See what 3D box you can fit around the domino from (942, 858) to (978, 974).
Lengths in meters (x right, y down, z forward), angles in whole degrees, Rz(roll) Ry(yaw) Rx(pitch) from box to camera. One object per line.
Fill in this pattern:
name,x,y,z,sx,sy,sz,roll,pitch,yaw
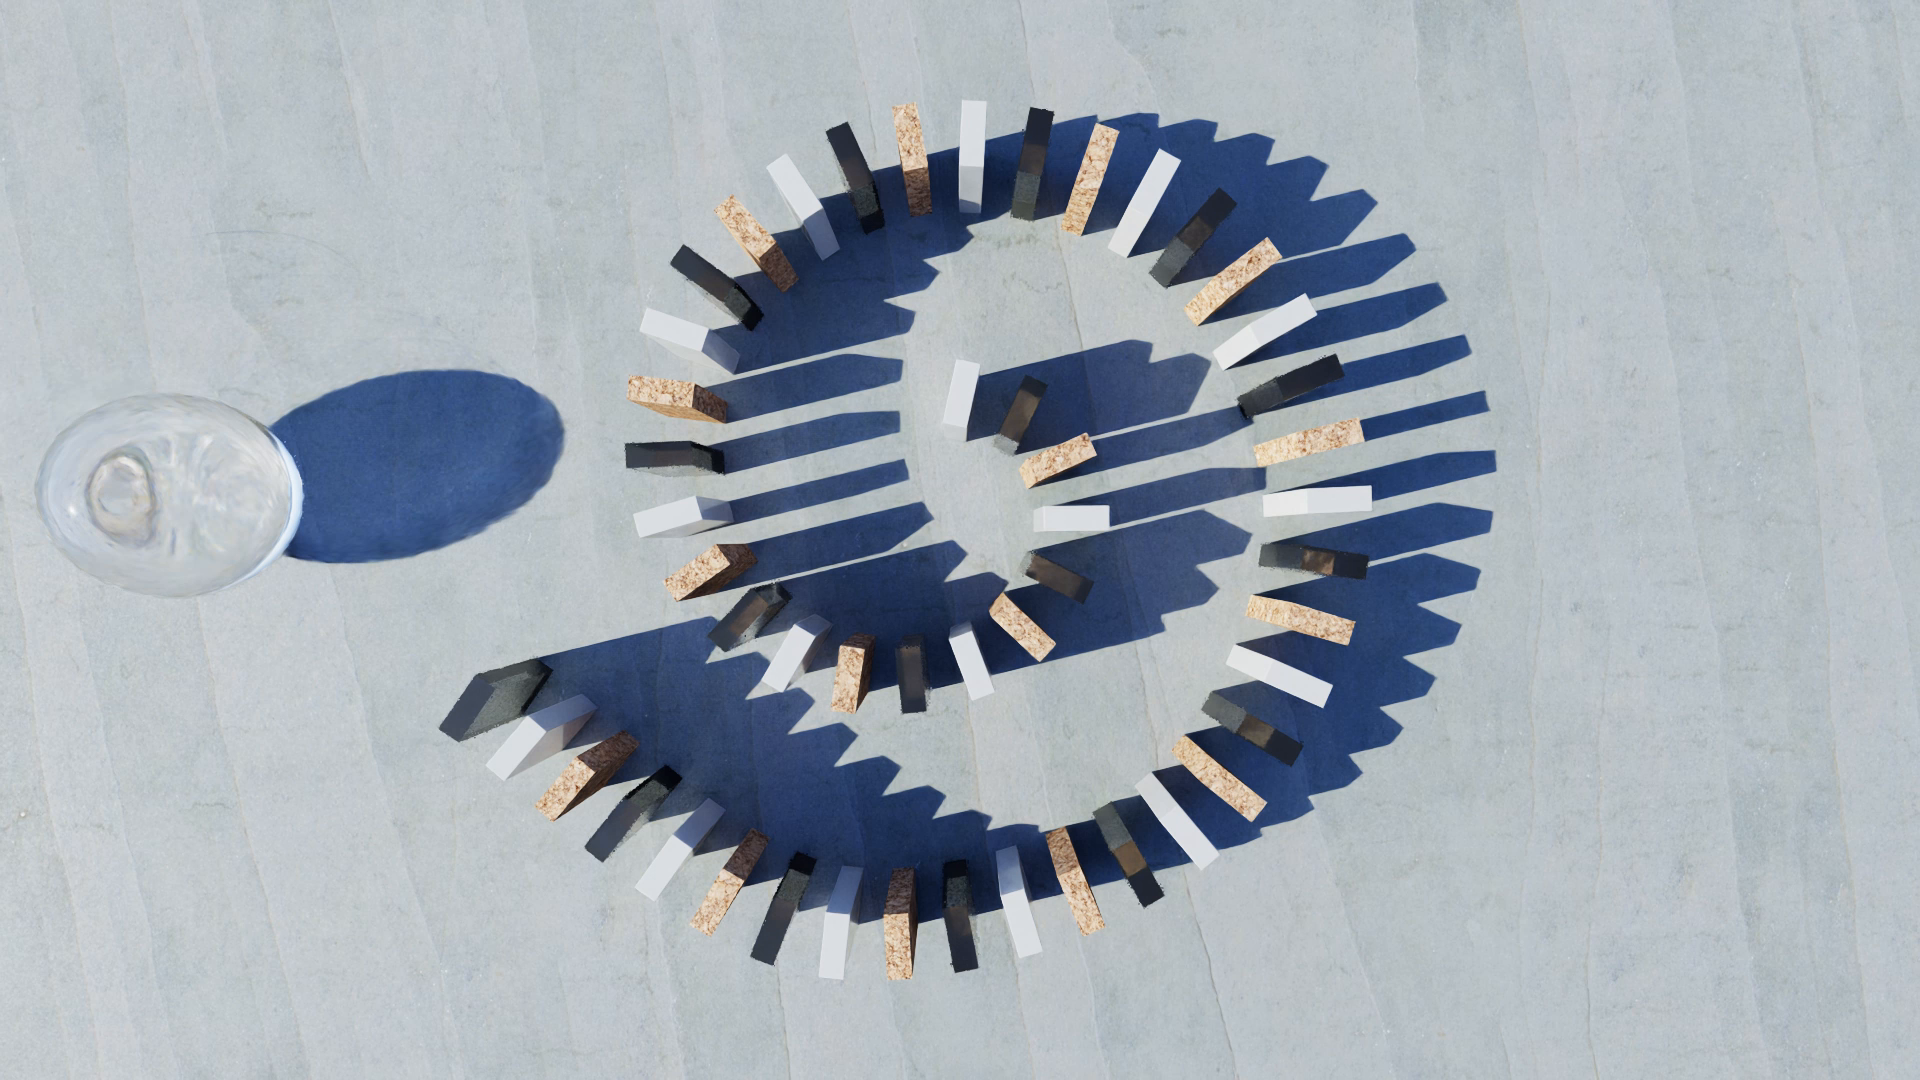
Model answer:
domino,0.000,0.152,0.375,0.009,0.050,0.025,-11,90,0

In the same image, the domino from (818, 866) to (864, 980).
domino,-0.048,0.155,0.375,0.009,0.050,0.025,6,90,0

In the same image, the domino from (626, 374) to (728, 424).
domino,-0.114,-0.057,0.375,0.025,0.050,0.009,7,90,0

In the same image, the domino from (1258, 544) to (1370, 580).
domino,0.143,0.009,0.375,0.025,0.050,0.010,9,90,0

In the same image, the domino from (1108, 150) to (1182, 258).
domino,0.074,-0.136,0.375,0.010,0.050,0.025,29,90,0

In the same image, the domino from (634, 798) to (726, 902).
domino,-0.113,0.125,0.375,0.010,0.050,0.025,36,90,0

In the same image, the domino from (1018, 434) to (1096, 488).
domino,0.039,-0.032,0.375,0.025,0.050,0.010,-24,90,0

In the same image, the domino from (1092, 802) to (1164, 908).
domino,0.068,0.127,0.375,0.010,0.050,0.025,-30,90,0

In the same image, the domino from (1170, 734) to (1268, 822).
domino,0.105,0.096,0.375,0.025,0.050,0.010,39,90,0

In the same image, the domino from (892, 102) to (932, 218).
domino,-0.019,-0.154,0.375,0.009,0.050,0.025,-11,90,0

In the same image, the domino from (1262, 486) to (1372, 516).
domino,0.145,-0.015,0.375,0.025,0.050,0.010,-3,90,0

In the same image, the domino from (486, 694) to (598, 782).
domino,-0.170,0.080,0.375,0.009,0.050,0.025,40,90,0

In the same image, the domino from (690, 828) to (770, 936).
domino,-0.093,0.139,0.375,0.009,0.050,0.025,31,90,0

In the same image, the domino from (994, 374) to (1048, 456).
domino,0.024,-0.050,0.375,0.010,0.050,0.025,26,90,0

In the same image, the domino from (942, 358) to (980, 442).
domino,0.001,-0.056,0.375,0.009,0.050,0.025,12,90,0

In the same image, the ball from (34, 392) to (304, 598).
ball,-0.307,-0.017,0.360,0.080,0.080,0.080,0,90,0

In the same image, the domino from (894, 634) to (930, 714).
domino,-0.019,0.054,0.375,0.010,0.050,0.025,-7,90,0

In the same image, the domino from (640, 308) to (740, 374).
domino,-0.109,-0.080,0.375,0.025,0.050,0.009,19,90,0

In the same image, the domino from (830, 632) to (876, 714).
domino,-0.043,0.053,0.375,0.010,0.050,0.025,8,90,0

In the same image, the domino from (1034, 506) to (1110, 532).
domino,0.045,-0.008,0.375,0.025,0.050,0.009,-1,90,0

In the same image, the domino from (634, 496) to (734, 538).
domino,-0.112,-0.009,0.375,0.025,0.050,0.009,-16,90,0

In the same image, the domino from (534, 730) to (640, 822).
domino,-0.151,0.095,0.375,0.009,0.050,0.025,40,90,0

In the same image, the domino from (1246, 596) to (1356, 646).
domino,0.138,0.032,0.375,0.025,0.050,0.009,17,90,0

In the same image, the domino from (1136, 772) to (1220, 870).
domino,0.088,0.114,0.375,0.009,0.050,0.025,-40,90,0

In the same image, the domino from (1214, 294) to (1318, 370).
domino,0.123,-0.084,0.375,0.025,0.050,0.009,-29,90,0

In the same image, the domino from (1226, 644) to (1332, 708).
domino,0.129,0.055,0.375,0.025,0.050,0.010,24,90,0

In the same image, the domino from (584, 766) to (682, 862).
domino,-0.132,0.111,0.375,0.010,0.050,0.025,39,90,0

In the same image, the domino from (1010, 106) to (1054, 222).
domino,0.029,-0.152,0.375,0.010,0.050,0.025,11,90,0

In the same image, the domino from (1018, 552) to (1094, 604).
domino,0.038,0.015,0.375,0.025,0.050,0.010,26,90,0

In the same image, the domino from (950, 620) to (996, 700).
domino,0.005,0.048,0.375,0.010,0.050,0.025,-21,90,0

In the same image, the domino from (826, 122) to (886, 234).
domino,-0.042,-0.147,0.375,0.009,0.050,0.025,-24,90,0

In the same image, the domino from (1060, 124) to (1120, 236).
domino,0.052,-0.146,0.375,0.009,0.050,0.025,19,90,0

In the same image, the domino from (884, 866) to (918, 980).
domino,-0.024,0.155,0.375,0.009,0.050,0.025,-4,90,0

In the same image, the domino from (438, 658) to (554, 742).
domino,-0.188,0.064,0.375,0.009,0.050,0.025,35,90,0

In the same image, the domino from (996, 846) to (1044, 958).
domino,0.024,0.147,0.375,0.009,0.050,0.025,-17,90,0

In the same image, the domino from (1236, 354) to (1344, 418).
domino,0.134,-0.062,0.375,0.025,0.050,0.009,-22,90,0

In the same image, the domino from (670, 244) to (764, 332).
domino,-0.098,-0.102,0.375,0.025,0.050,0.010,36,90,0

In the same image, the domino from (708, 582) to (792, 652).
domino,-0.085,0.031,0.375,0.009,0.050,0.025,43,90,0

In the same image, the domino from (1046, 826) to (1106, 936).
domino,0.046,0.138,0.375,0.009,0.050,0.025,-23,90,0

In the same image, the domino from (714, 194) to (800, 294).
domino,-0.082,-0.120,0.375,0.010,0.050,0.025,-43,90,0

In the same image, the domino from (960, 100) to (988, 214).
domino,0.005,-0.155,0.375,0.009,0.050,0.025,3,90,0

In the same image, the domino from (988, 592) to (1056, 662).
domino,0.025,0.035,0.375,0.025,0.050,0.009,43,90,0

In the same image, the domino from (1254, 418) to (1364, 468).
domino,0.141,-0.039,0.375,0.025,0.050,0.009,-14,90,0

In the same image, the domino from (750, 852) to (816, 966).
domino,-0.071,0.149,0.375,0.009,0.050,0.025,21,90,0

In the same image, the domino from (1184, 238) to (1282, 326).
domino,0.110,-0.104,0.375,0.025,0.050,0.010,-37,90,0

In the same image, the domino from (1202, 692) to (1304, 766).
domino,0.118,0.076,0.375,0.025,0.050,0.010,30,90,0

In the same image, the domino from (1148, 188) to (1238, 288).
domino,0.094,-0.122,0.375,0.010,0.050,0.025,42,90,0

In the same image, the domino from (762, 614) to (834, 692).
domino,-0.066,0.045,0.375,0.010,0.050,0.025,31,90,0

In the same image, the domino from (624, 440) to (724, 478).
domino,-0.115,-0.033,0.375,0.025,0.050,0.010,-3,90,0

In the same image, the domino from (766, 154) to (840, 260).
domino,-0.063,-0.135,0.375,0.009,0.050,0.025,-34,90,0

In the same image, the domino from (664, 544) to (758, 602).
domino,-0.101,0.013,0.375,0.025,0.050,0.010,-35,90,0
